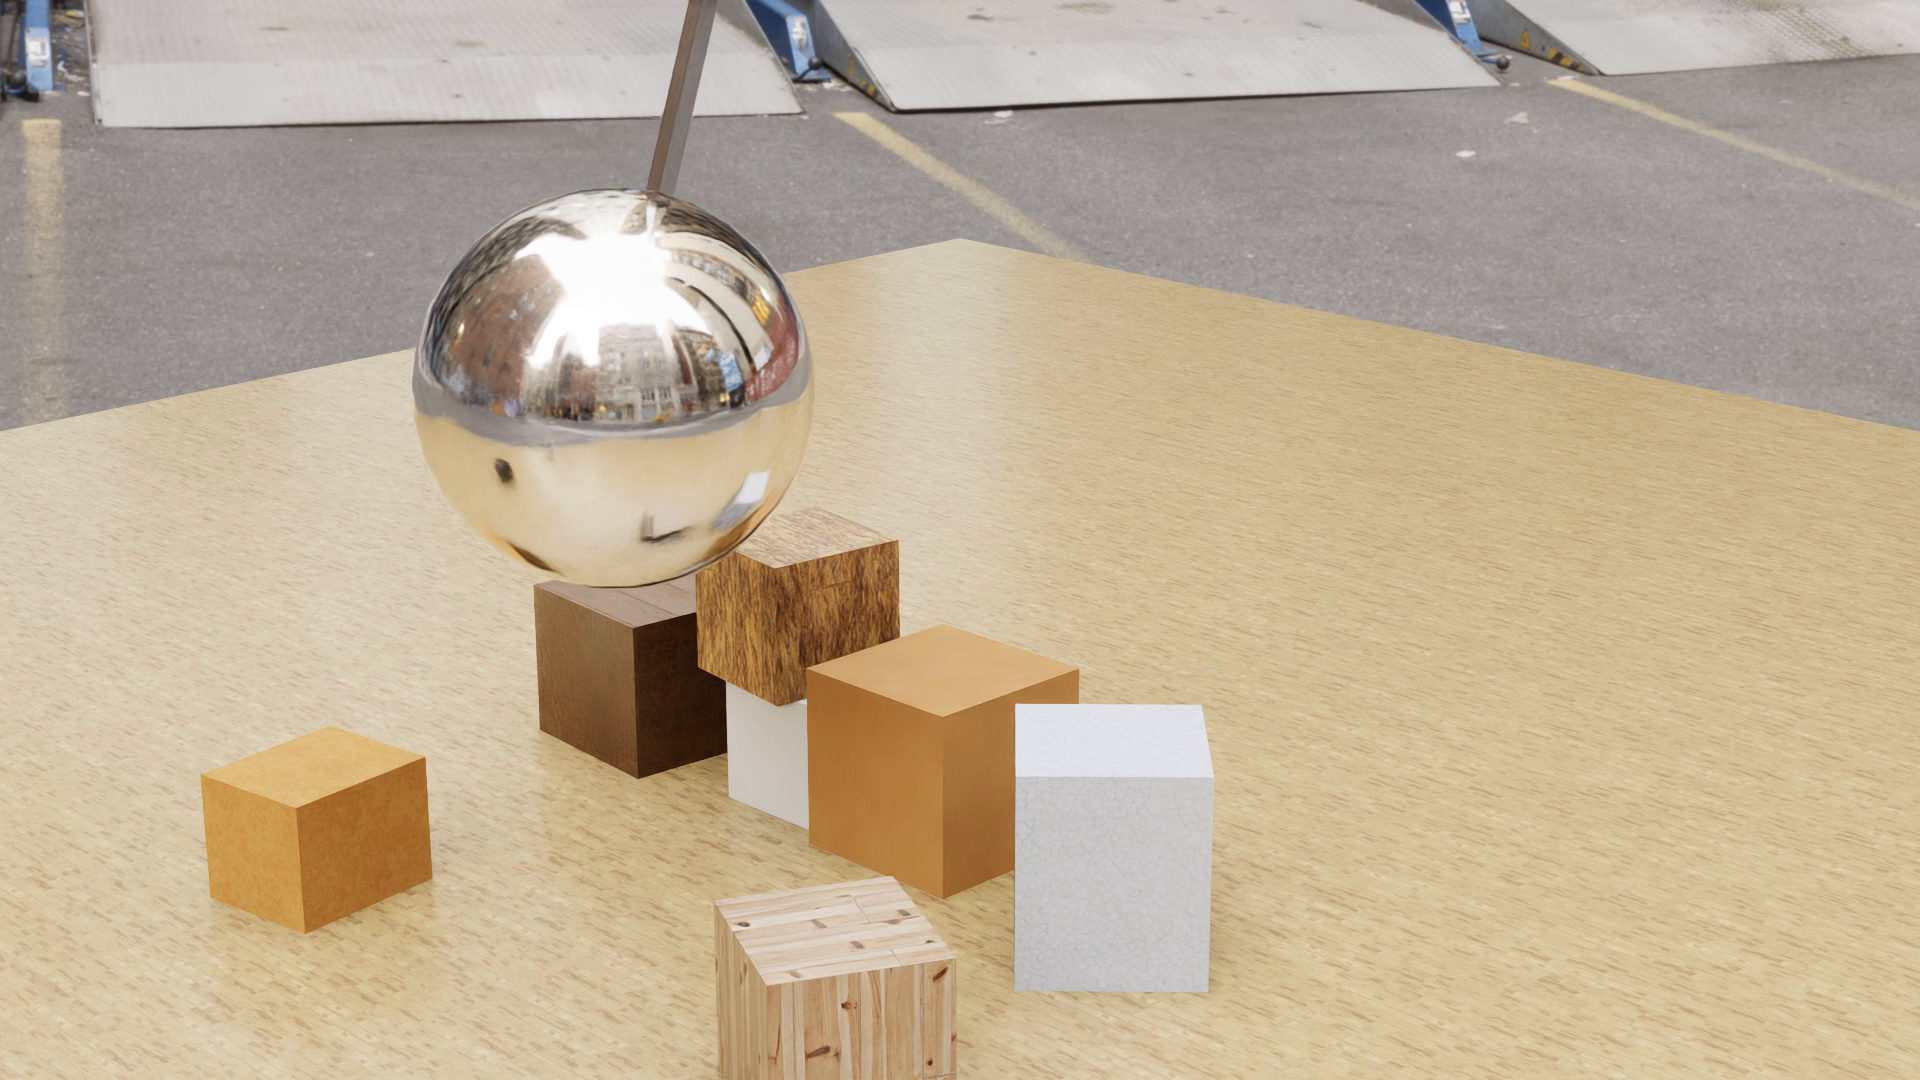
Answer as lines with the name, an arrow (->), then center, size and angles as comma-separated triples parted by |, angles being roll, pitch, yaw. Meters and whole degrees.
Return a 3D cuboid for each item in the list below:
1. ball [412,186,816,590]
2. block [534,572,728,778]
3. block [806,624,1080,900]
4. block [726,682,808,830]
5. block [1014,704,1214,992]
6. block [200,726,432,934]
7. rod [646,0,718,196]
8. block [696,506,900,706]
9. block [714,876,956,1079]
ball -> -1.377, -0.604, 11.709 | 1.600, 1.600, 1.600 | 0, 17, 0
block -> -1.579, 0.628, 15.022 | 0.817, 0.794, 0.892 | -14, 22, -38
block -> -0.080, 1.011, 13.667 | 0.893, 0.877, 0.890 | 17, 24, 42
block -> -0.623, 0.946, 14.275 | 0.755, 0.635, 0.681 | -17, 24, -42
block -> 0.642, 1.307, 12.568 | 0.813, 0.969, 0.841 | 0, 17, 1
block -> -2.896, 1.295, 13.228 | 0.639, 0.597, 0.753 | 13, 22, 35
rod -> -0.597, -3.906, 11.489 | 0.080, 5.200, 0.080 | 17, 5, 42
block -> -0.782, 0.308, 14.107 | 0.714, 0.682, 0.686 | -13, 22, -36
block -> -0.487, 1.831, 11.299 | 0.732, 0.731, 0.791 | -6, 18, -18
